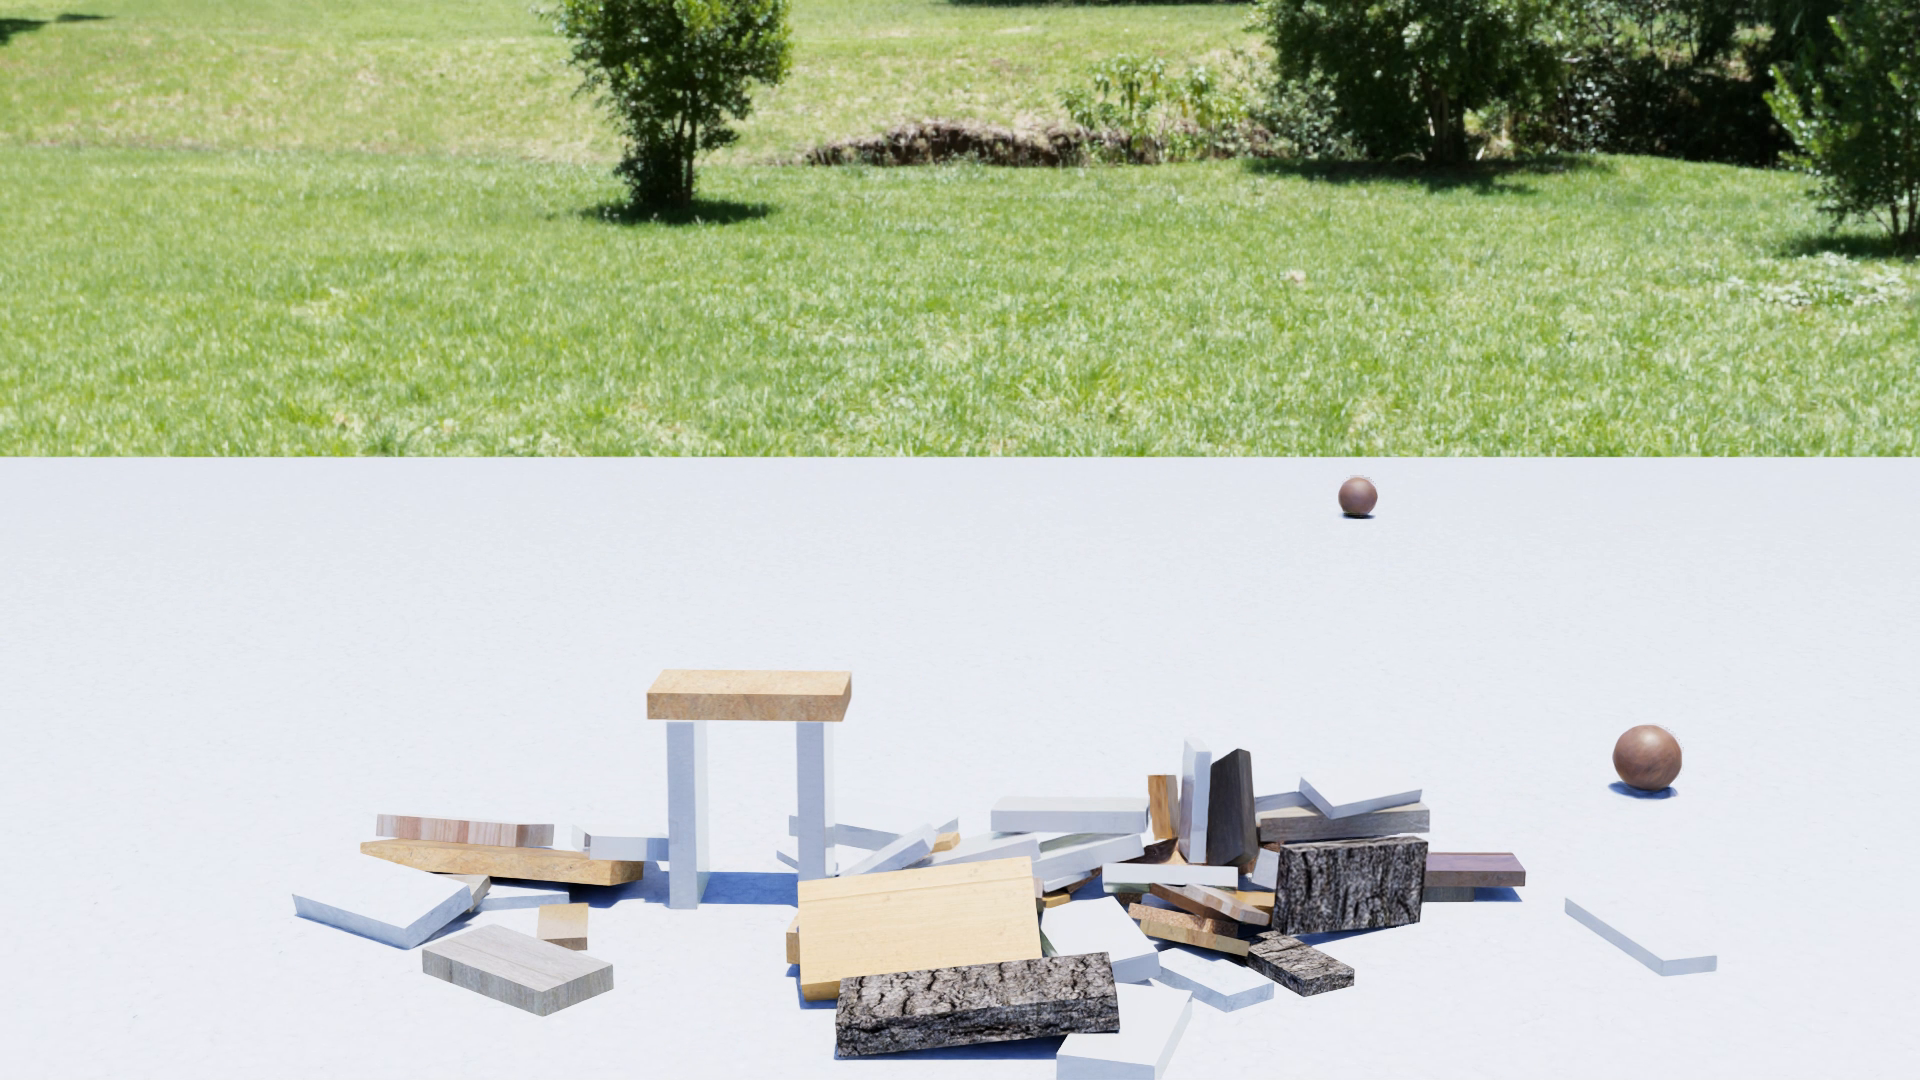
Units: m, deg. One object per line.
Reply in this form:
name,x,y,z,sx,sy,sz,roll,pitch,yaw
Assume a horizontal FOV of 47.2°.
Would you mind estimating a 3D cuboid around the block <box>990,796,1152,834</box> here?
block,0.190,0.463,3.716,0.258,0.037,0.129,0,4,9

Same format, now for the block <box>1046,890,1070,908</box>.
block,0.132,0.587,3.646,0.048,0.014,0.095,-9,14,-39

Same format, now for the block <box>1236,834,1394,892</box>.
block,0.578,0.530,3.665,0.283,0.040,0.142,-15,11,0

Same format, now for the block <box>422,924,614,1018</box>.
block,-0.663,0.641,3.289,0.274,0.039,0.137,8,13,38

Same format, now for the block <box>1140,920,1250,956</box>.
block,0.359,0.610,3.375,0.078,0.022,0.156,20,-12,-40

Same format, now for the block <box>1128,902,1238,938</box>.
block,0.350,0.599,3.459,0.156,0.022,0.078,4,-11,42

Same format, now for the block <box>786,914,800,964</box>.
block,-0.075,0.600,3.359,0.350,0.050,0.175,1,11,8

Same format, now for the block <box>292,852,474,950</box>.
block,-0.930,0.578,3.538,0.274,0.039,0.137,7,27,35

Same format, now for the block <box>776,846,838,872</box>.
block,-0.265,0.555,3.812,0.058,0.016,0.116,-7,13,-33

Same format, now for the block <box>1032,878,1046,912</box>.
block,0.079,0.562,3.464,0.107,0.030,0.213,3,-18,5

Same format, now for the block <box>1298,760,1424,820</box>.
block,0.663,0.412,3.641,0.185,0.026,0.092,-7,30,-27

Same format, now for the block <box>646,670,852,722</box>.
block,-0.343,0.255,3.616,0.317,0.045,0.158,0,11,2

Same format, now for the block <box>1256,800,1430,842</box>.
block,0.625,0.455,3.672,0.283,0.040,0.142,-2,10,-5

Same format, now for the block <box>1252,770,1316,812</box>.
block,0.528,0.422,3.681,0.187,0.027,0.094,-6,11,-21

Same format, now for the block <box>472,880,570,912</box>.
block,-0.725,0.586,3.632,0.156,0.022,0.078,-2,11,-11

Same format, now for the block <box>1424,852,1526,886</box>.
block,0.835,0.549,3.667,0.193,0.027,0.096,0,11,1

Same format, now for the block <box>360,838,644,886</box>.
block,-0.774,0.542,3.712,0.458,0.039,0.137,2,-4,15

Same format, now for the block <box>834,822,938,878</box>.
block,-0.128,0.535,3.630,0.187,0.027,0.094,-31,6,9

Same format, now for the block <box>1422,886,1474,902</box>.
block,0.750,0.576,3.671,0.193,0.027,0.096,0,11,-1

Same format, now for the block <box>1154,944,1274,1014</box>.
block,0.368,0.651,3.270,0.094,0.027,0.187,-8,13,-35

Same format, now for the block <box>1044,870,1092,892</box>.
block,0.165,0.562,3.639,0.095,0.014,0.048,-16,5,-23

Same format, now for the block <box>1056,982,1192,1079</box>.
block,0.231,0.686,3.051,0.134,0.038,0.267,3,11,16

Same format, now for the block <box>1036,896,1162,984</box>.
block,0.204,0.615,3.349,0.134,0.038,0.267,-11,10,-9

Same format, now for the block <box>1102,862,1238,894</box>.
block,0.338,0.548,3.543,0.213,0.030,0.107,1,-18,6

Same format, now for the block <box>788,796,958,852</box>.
block,-0.156,0.516,3.963,0.274,0.039,0.137,6,12,28

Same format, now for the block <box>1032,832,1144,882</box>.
block,0.170,0.531,3.685,0.258,0.037,0.129,-14,5,-5

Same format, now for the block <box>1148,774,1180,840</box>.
block,0.349,0.453,3.739,0.030,0.107,0.213,-7,-7,10

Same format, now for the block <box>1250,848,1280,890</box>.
block,0.537,0.546,3.582,0.116,0.058,0.016,16,-3,2

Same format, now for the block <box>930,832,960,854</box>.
block,-0.062,0.517,3.723,0.116,0.016,0.058,-12,5,16

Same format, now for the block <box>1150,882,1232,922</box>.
block,0.363,0.568,3.447,0.063,0.018,0.126,18,-1,-38

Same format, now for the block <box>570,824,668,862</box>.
block,-0.579,0.516,3.757,0.137,0.039,0.274,4,-4,-16

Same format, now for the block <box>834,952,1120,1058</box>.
block,0.024,0.650,3.088,0.387,0.050,0.175,-6,9,1

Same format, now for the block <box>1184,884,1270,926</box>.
block,0.413,0.564,3.406,0.063,0.018,0.126,18,1,-37

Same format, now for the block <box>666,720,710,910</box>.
block,-0.450,0.434,3.642,0.045,0.317,0.158,0,11,1

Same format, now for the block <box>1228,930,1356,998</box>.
block,0.501,0.640,3.329,0.094,0.027,0.187,-6,12,-28

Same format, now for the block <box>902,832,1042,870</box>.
block,0.001,0.534,3.680,0.258,0.037,0.129,-13,5,-2

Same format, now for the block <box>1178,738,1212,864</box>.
block,0.386,0.427,3.617,0.027,0.187,0.094,1,9,-6

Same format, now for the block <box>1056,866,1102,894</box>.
block,0.209,0.559,3.685,0.095,0.014,0.048,-29,13,-20

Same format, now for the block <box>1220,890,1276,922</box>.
block,0.493,0.585,3.503,0.184,0.026,0.092,10,2,-37

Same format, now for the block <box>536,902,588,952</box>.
block,-0.629,0.613,3.482,0.078,0.022,0.156,-2,11,-9

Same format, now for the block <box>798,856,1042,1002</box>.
block,-0.060,0.573,3.249,0.350,0.050,0.175,-7,48,1

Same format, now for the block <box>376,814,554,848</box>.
block,-0.869,0.510,3.868,0.274,0.039,0.137,2,-6,18

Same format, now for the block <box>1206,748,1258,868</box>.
block,0.441,0.444,3.592,0.027,0.187,0.094,19,-37,-26

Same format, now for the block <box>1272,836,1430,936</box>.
block,0.618,0.544,3.476,0.270,0.134,0.038,1,8,-30

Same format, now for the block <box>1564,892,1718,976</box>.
block,1.065,0.617,3.453,0.092,0.026,0.288,-3,11,-14

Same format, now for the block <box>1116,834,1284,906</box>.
block,0.394,0.533,3.674,0.283,0.040,0.142,-14,10,1

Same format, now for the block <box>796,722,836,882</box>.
block,-0.238,0.434,3.642,0.045,0.317,0.158,0,11,2

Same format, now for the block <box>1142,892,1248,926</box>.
block,0.377,0.591,3.526,0.163,0.018,0.063,9,-4,17

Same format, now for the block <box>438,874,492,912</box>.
block,-0.854,0.577,3.591,0.156,0.022,0.078,-2,24,17
